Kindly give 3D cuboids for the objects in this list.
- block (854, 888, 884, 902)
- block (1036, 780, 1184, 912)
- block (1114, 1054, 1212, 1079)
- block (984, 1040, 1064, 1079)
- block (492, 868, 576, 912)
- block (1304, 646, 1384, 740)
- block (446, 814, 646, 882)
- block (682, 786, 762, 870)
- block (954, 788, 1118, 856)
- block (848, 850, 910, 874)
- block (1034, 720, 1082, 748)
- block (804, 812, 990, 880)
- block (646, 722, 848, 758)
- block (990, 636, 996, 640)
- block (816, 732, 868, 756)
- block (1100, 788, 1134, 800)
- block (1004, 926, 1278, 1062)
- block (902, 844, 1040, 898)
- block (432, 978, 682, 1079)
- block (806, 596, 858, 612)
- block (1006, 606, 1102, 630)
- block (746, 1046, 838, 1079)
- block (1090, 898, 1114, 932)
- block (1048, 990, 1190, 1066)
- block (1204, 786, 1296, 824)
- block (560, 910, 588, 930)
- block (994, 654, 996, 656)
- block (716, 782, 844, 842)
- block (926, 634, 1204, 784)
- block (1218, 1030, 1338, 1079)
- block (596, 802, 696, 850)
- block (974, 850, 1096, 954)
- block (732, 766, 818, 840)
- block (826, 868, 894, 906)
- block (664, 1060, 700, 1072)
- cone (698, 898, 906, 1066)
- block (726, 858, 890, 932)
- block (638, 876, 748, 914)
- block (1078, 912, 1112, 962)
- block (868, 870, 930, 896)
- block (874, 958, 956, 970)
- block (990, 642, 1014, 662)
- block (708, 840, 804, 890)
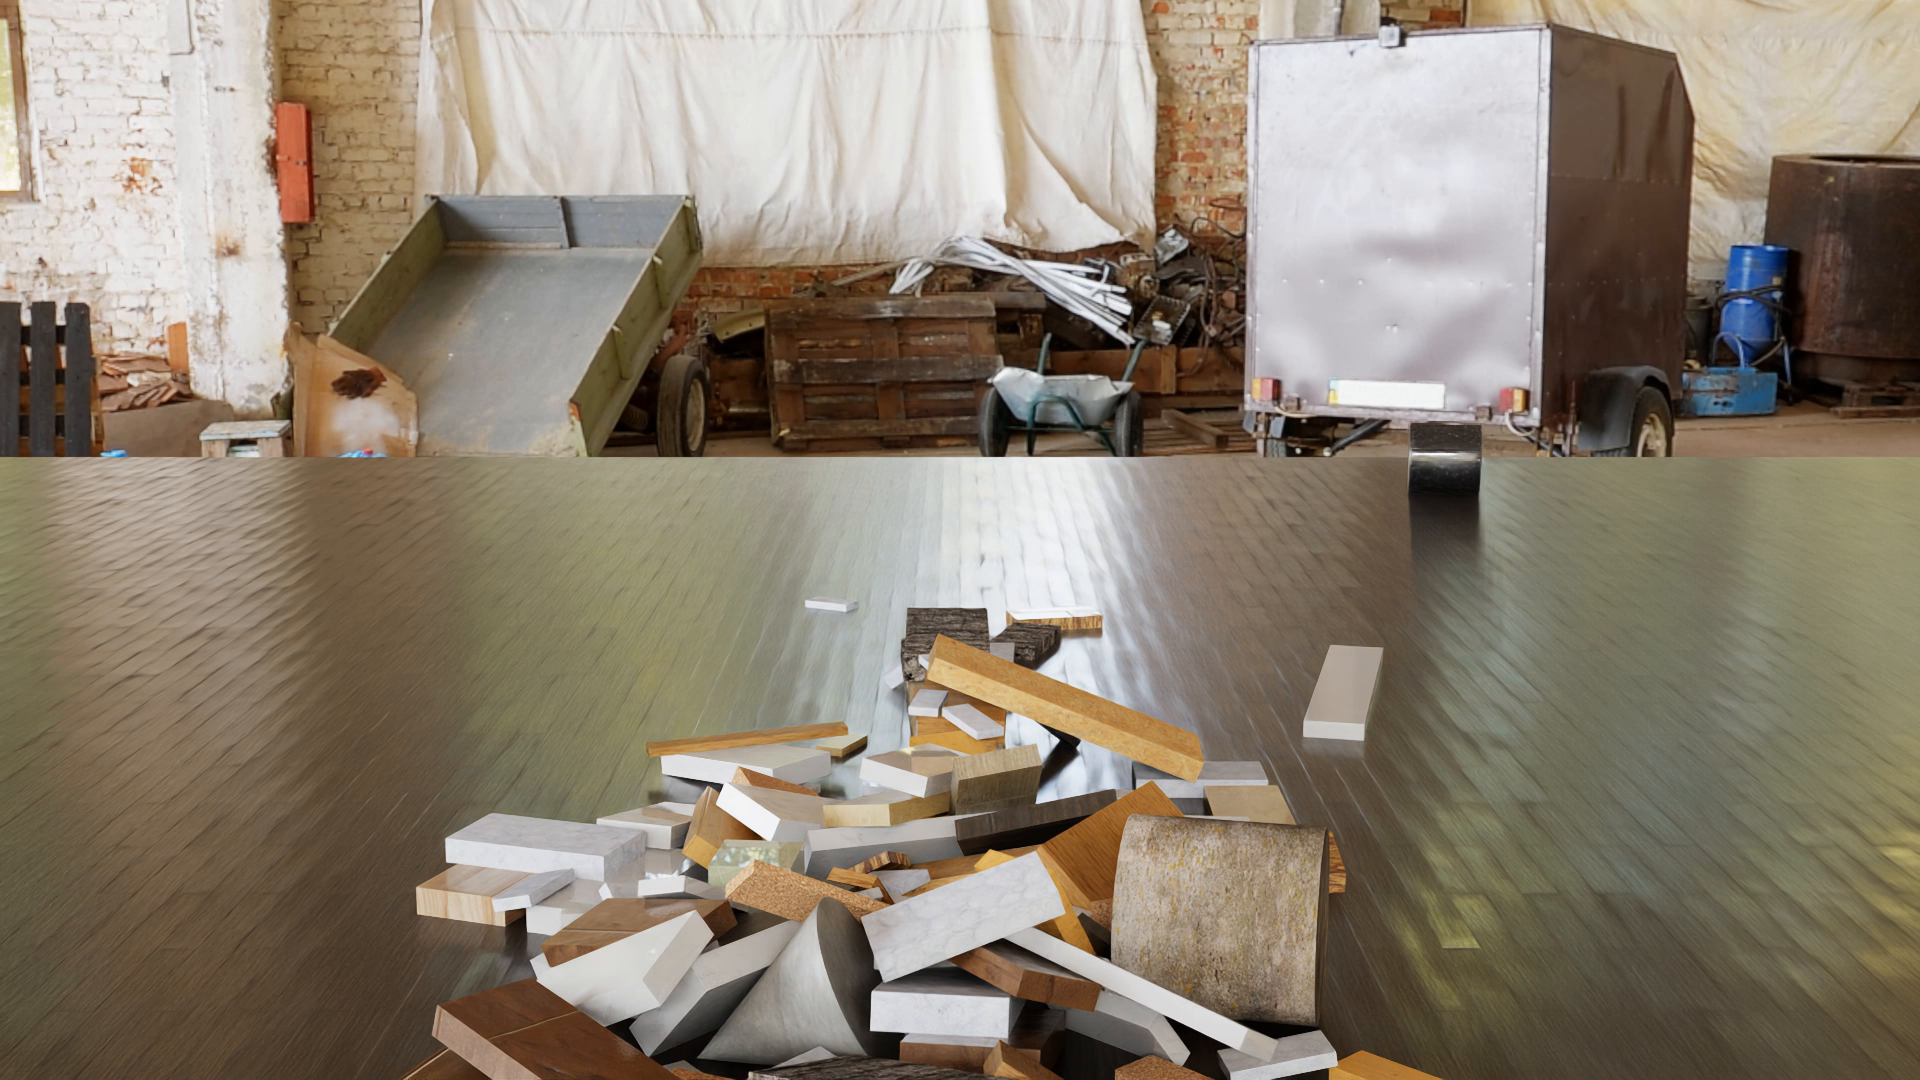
[{"bbox_3d":[-0.178,0.546,3.241,0.121,0.060,0.017,-7,55,-34],"label":"block"},{"bbox_3d":[0.248,0.479,3.386,0.134,0.038,0.301,48,38,17],"label":"block"},{"bbox_3d":[0.283,0.721,2.905,0.073,0.021,0.146,-10,14,-42],"label":"block"},{"bbox_3d":[0.150,0.689,2.602,0.263,0.037,0.131,32,-2,0],"label":"block"},{"bbox_3d":[-0.683,0.561,3.530,0.069,0.020,0.138,-12,6,22],"label":"block"},{"bbox_3d":[0.867,0.336,4.941,0.126,0.036,0.709,3,11,14],"label":"block"},{"bbox_3d":[-0.697,0.515,3.702,0.295,0.042,0.148,4,11,18],"label":"block"},{"bbox_3d":[-0.397,0.514,3.775,0.137,0.039,0.274,34,8,-7],"label":"block"},{"bbox_3d":[0.137,0.483,3.627,0.268,0.038,0.134,-12,-35,6],"label":"block"},{"bbox_3d":[-0.157,0.548,3.598,0.139,0.020,0.069,-28,-24,20],"label":"block"},{"bbox_3d":[0.140,0.344,4.504,0.261,0.019,0.067,39,-9,-28],"label":"block"},{"bbox_3d":[-0.053,0.520,3.696,0.434,0.137,0.039,-4,52,-18],"label":"block"},{"bbox_3d":[-0.423,0.396,4.378,0.397,0.017,0.059,-5,8,-13],"label":"block"},{"bbox_3d":[0.049,0.257,5.411,0.063,0.018,0.127,2,11,11],"label":"block"},{"bbox_3d":[-0.243,0.421,4.534,0.059,0.017,0.118,5,12,24],"label":"block"},{"bbox_3d":[0.317,0.489,4.173,0.105,0.015,0.053,1,11,8],"label":"block"},{"bbox_3d":[0.214,0.588,2.940,0.436,0.030,0.105,19,-9,35],"label":"block"},{"bbox_3d":[0.025,0.542,3.520,0.335,0.047,0.167,-14,0,31],"label":"block"},{"bbox_3d":[-0.500,0.650,2.746,0.307,0.043,0.153,23,18,35],"label":"block"},{"bbox_3d":[-0.343,0.170,5.880,0.127,0.018,0.063,6,12,27],"label":"block"},{"bbox_3d":[0.242,0.203,5.664,0.227,0.032,0.113,-2,11,-12],"label":"block"},{"bbox_3d":[-0.210,0.714,2.738,0.131,0.037,0.263,25,19,30],"label":"block"},{"bbox_3d":[0.221,0.588,3.228,0.061,0.121,0.017,-3,7,-33],"label":"block"},{"bbox_3d":[0.207,0.659,3.024,0.210,0.105,0.030,10,54,44],"label":"block"},{"bbox_3d":[0.523,0.503,3.969,0.139,0.039,0.347,0,7,2],"label":"block"},{"bbox_3d":[-0.546,0.605,3.396,0.138,0.069,0.020,-1,12,-4],"label":"block"},{"bbox_3d":[0.040,0.253,4.365,0.067,0.019,0.133,1,14,-2],"label":"block"},{"bbox_3d":[-0.241,0.480,3.743,0.148,0.042,0.341,27,6,41],"label":"block"},{"bbox_3d":[0.202,0.322,4.223,0.548,0.044,0.157,22,14,-4],"label":"block"},{"bbox_3d":[0.427,0.699,2.966,0.146,0.021,0.073,-10,12,-5],"label":"block"},{"bbox_3d":[-0.517,0.503,3.887,0.139,0.039,0.278,4,1,17],"label":"block"},{"bbox_3d":[0.124,0.563,3.159,0.129,0.257,0.036,11,46,46],"label":"block"},{"bbox_3d":[-0.297,0.491,3.890,0.157,0.044,0.314,21,5,-21],"label":"block"},{"bbox_3d":[-0.136,0.568,3.396,0.082,0.164,0.023,7,51,32],"label":"block"},{"bbox_3d":[-0.360,0.724,2.896,0.066,0.019,0.132,-7,13,-35],"label":"block"},{"bbox_3d":[-0.247,0.657,2.994,0.258,0.258,0.258,-25,7,10],"label":"cone"},{"bbox_3d":[-0.158,0.527,3.094,0.351,0.076,0.021,24,41,-27],"label":"block"},{"bbox_3d":[-0.395,0.530,3.269,0.082,0.023,0.164,-11,-24,28],"label":"block"},{"bbox_3d":[0.191,0.586,3.157,0.061,0.122,0.017,33,59,22],"label":"block"},{"bbox_3d":[-0.118,0.544,3.484,0.069,0.020,0.139,-19,5,-41],"label":"block"},{"bbox_3d":[-0.052,0.561,3.085,0.151,0.076,0.021,5,-5,-38],"label":"block"},{"bbox_3d":[0.067,0.279,5.079,0.113,0.032,0.227,1,11,3],"label":"block"},{"bbox_3d":[-0.320,0.559,3.483,0.130,0.130,0.130,1,11,5],"label":"block"}]
